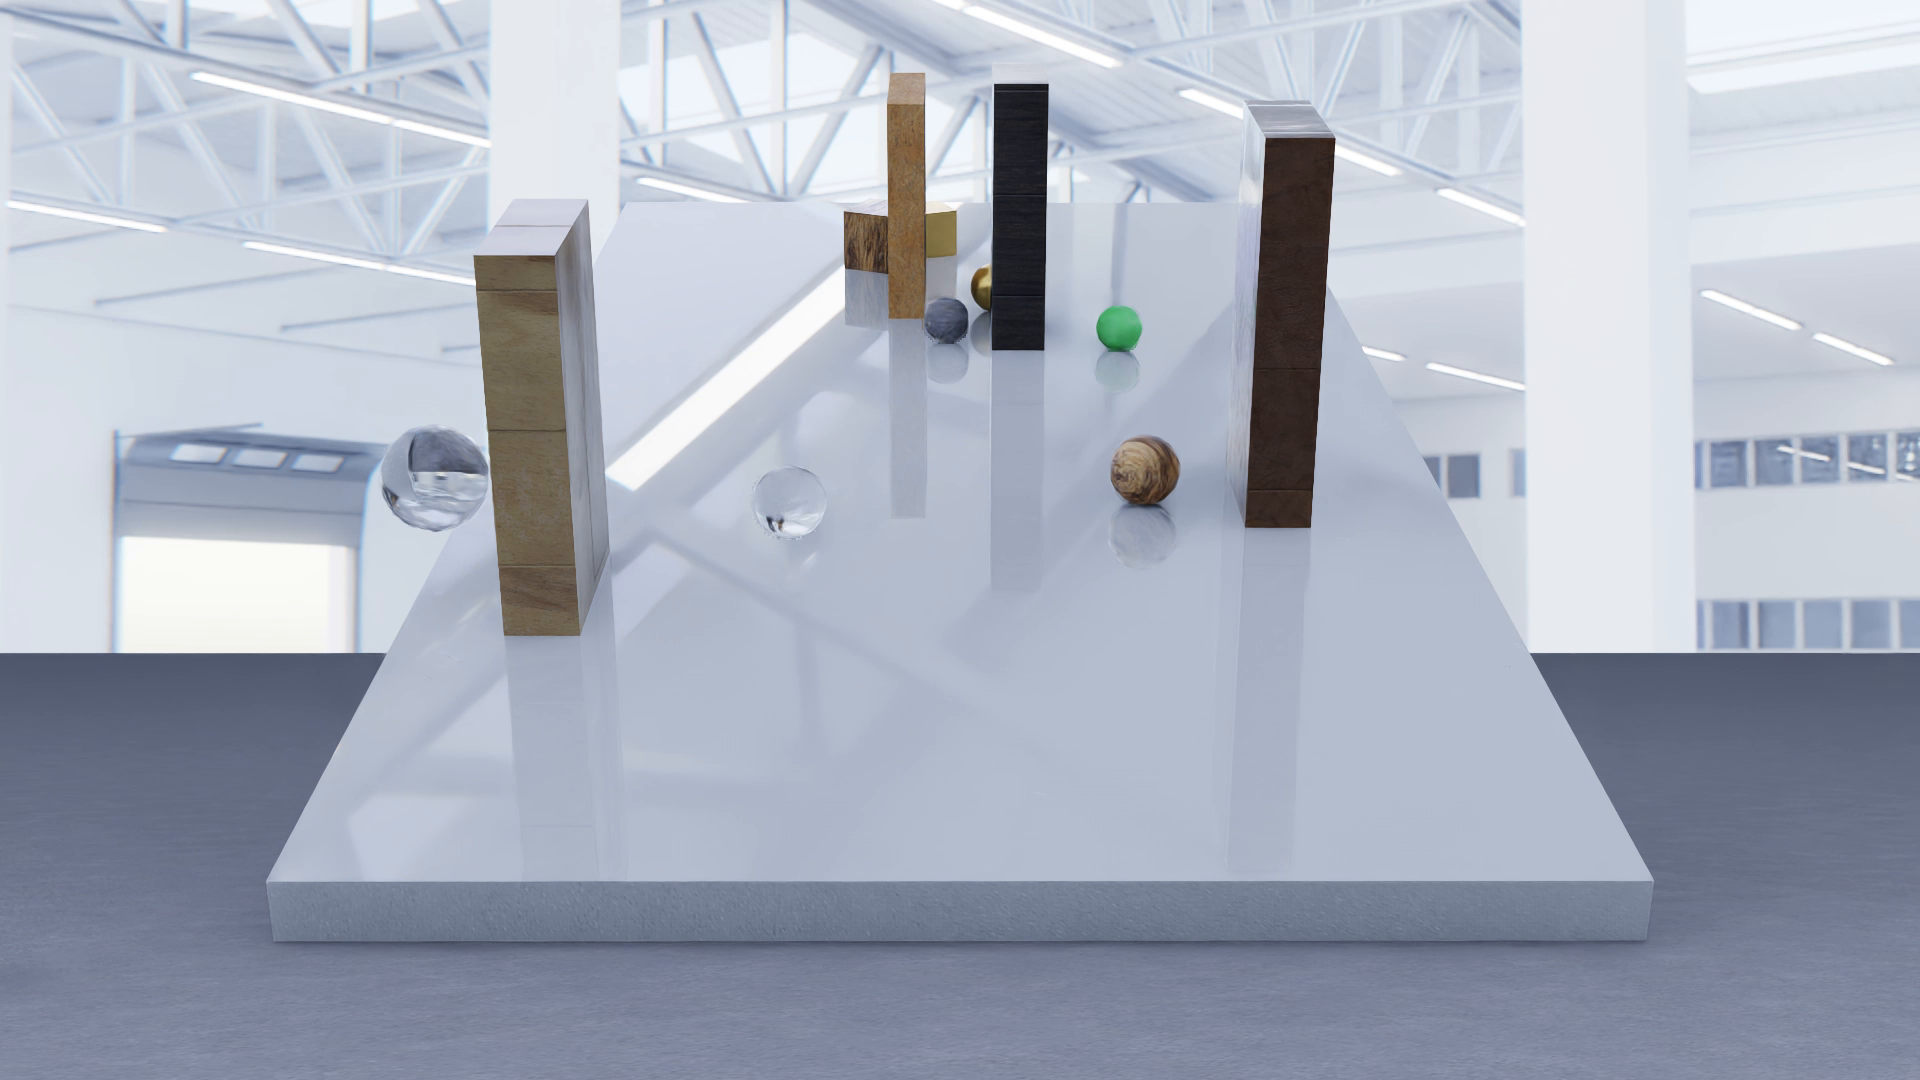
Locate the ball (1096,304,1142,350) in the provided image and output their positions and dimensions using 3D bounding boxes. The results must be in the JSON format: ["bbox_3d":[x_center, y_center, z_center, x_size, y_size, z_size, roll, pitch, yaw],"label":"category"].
[{"bbox_3d":[0.389,-0.518,5.628,0.112,0.112,0.112,0,-3,0],"label":"ball"}]

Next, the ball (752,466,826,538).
[{"bbox_3d":[-0.333,-0.074,4.500,0.144,0.144,0.144,0,-3,0],"label":"ball"}]

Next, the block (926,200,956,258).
[{"bbox_3d":[-0.093,-0.871,6.462,0.128,0.128,0.128,-9,24,-21],"label":"block"}]

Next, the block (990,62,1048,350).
[{"bbox_3d":[0.143,-0.819,5.645,0.129,0.654,0.272,0,22,0],"label":"block"}]

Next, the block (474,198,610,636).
[{"bbox_3d":[-0.744,-0.225,4.140,0.135,0.696,0.386,0,22,0],"label":"block"}]

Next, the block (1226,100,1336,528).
[{"bbox_3d":[0.632,-0.452,4.585,0.131,0.781,0.346,0,22,0],"label":"block"}]

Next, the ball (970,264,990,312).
[{"bbox_3d":[0.090,-0.651,5.929,0.127,0.127,0.127,0,-3,0],"label":"ball"}]

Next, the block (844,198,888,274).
[{"bbox_3d":[-0.211,-0.836,6.332,0.161,0.161,0.161,10,24,23],"label":"block"}]

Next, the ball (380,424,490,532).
[{"bbox_3d":[-0.998,-0.118,4.371,0.204,0.204,0.204,0,-3,0],"label":"ball"}]

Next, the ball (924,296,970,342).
[{"bbox_3d":[-0.033,-0.545,5.688,0.112,0.112,0.112,0,-3,0],"label":"ball"}]

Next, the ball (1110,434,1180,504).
[{"bbox_3d":[0.375,-0.143,4.672,0.143,0.143,0.143,0,-3,0],"label":"ball"}]

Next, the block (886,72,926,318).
[{"bbox_3d":[-0.136,-0.898,5.971,0.092,0.550,0.406,0,22,0],"label":"block"}]

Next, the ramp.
[{"bbox_3d":[-0.007,-0.223,5.184,2.000,0.100,4.000,0,22,0],"label":"ramp"}]
